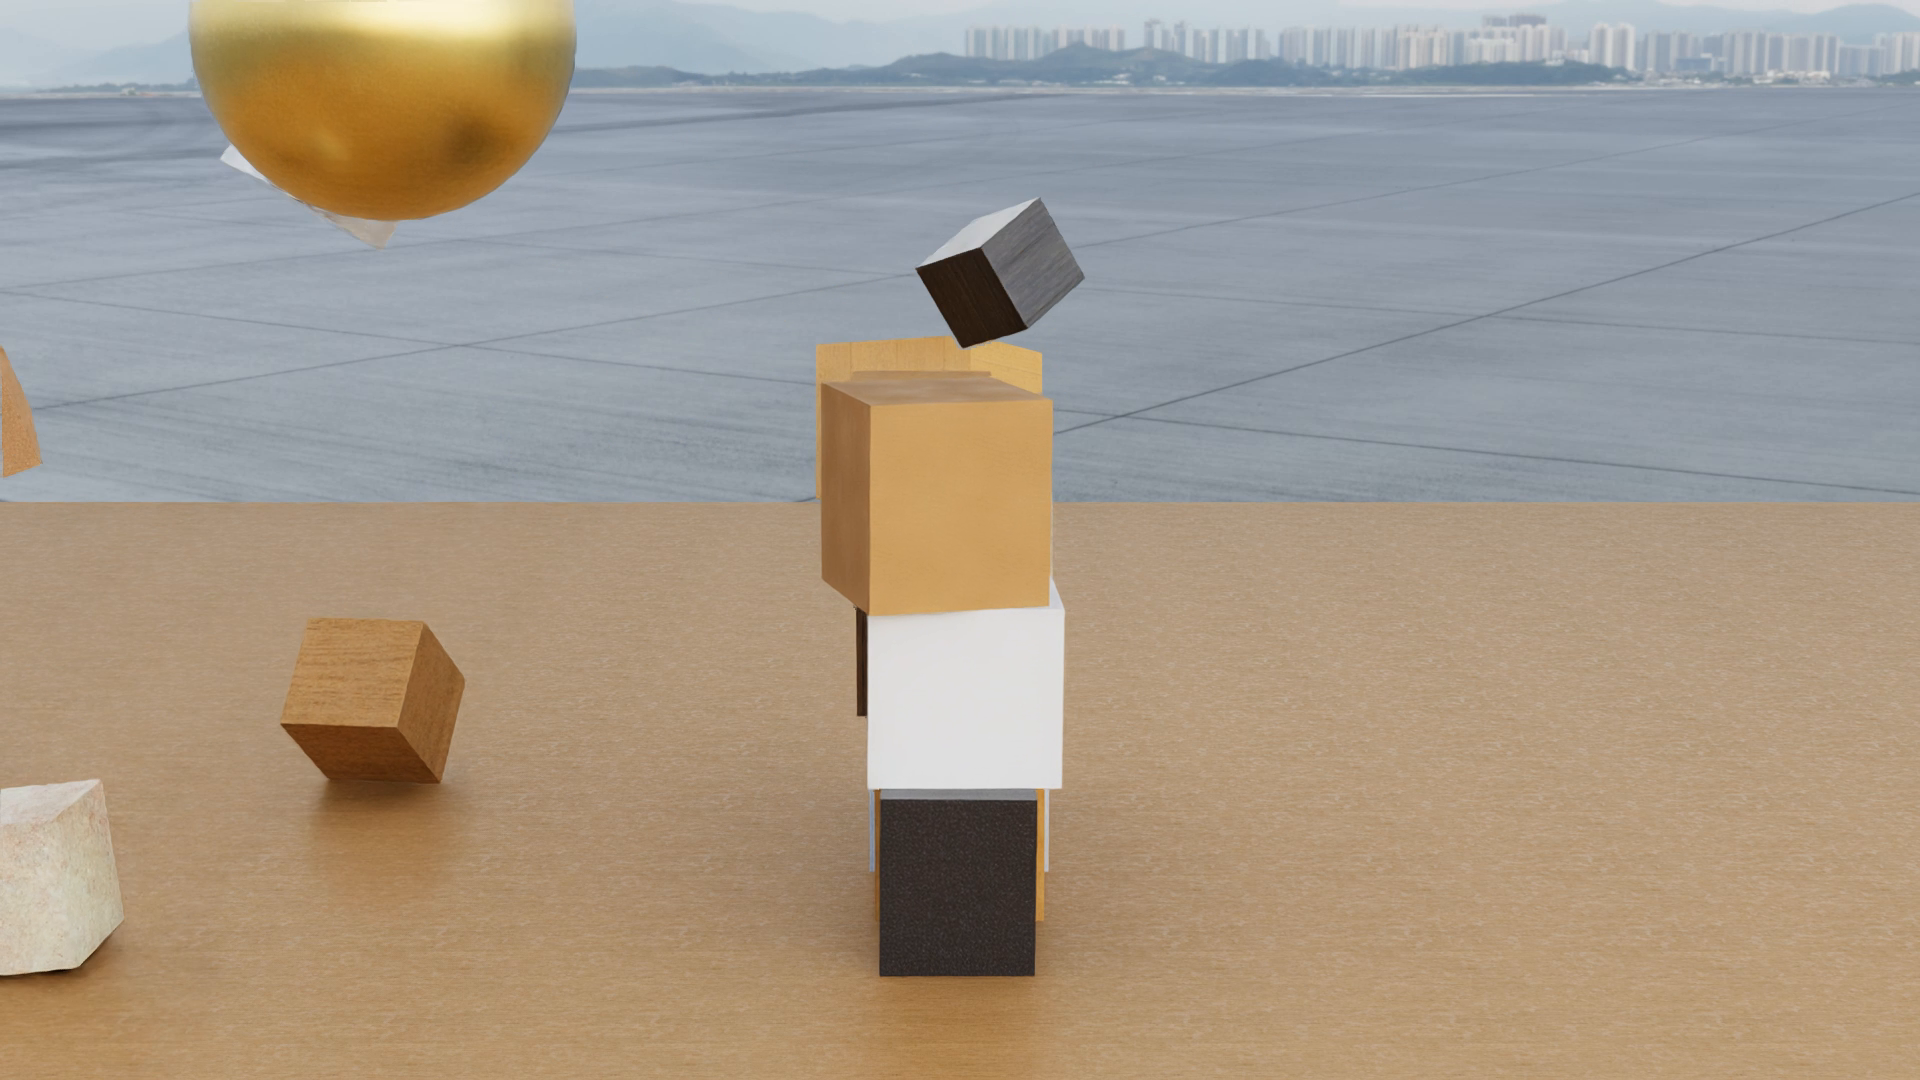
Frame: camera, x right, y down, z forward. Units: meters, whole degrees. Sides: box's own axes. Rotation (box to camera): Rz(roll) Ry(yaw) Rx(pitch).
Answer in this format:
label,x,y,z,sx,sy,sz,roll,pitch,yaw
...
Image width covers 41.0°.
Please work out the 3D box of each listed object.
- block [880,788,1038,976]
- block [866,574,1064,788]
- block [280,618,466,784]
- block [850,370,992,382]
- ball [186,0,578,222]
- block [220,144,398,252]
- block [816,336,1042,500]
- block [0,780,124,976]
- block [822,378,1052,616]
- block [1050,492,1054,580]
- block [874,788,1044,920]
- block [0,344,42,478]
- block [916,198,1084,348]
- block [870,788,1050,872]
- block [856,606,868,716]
label,x,y,z,sx,sy,sz,roll,pitch,yaw
block,-0.010,1.305,10.366,0.613,0.718,0.659,0,10,0
block,0.006,0.556,10.457,0.767,0.723,0.788,0,10,-2
block,-2.907,0.800,12.757,0.607,0.583,0.629,1,-30,12
block,-0.168,-0.409,11.124,0.610,0.568,0.716,0,10,0
ball,-2.416,-2.145,10.790,1.600,1.600,1.600,0,10,0
block,-3.058,-1.924,12.551,0.671,0.670,0.708,32,-3,-36
block,-0.142,-0.555,12.364,0.825,0.737,0.771,-1,-3,27
block,-3.756,1.355,10.286,0.535,0.603,0.587,-6,10,1
block,-0.107,-0.191,10.260,0.731,0.816,0.767,-3,11,-17
block,0.015,0.186,12.106,0.829,0.771,0.791,0,-3,0
block,-0.002,1.203,11.037,0.708,0.685,0.666,0,10,0
block,-4.432,-0.581,11.234,0.579,0.537,0.550,-21,37,-13
block,0.175,-1.149,11.048,0.429,0.407,0.440,-11,25,49
block,-0.005,1.022,11.697,0.798,0.803,0.679,0,10,0
block,-0.035,0.279,11.234,0.792,0.825,0.769,0,10,1
